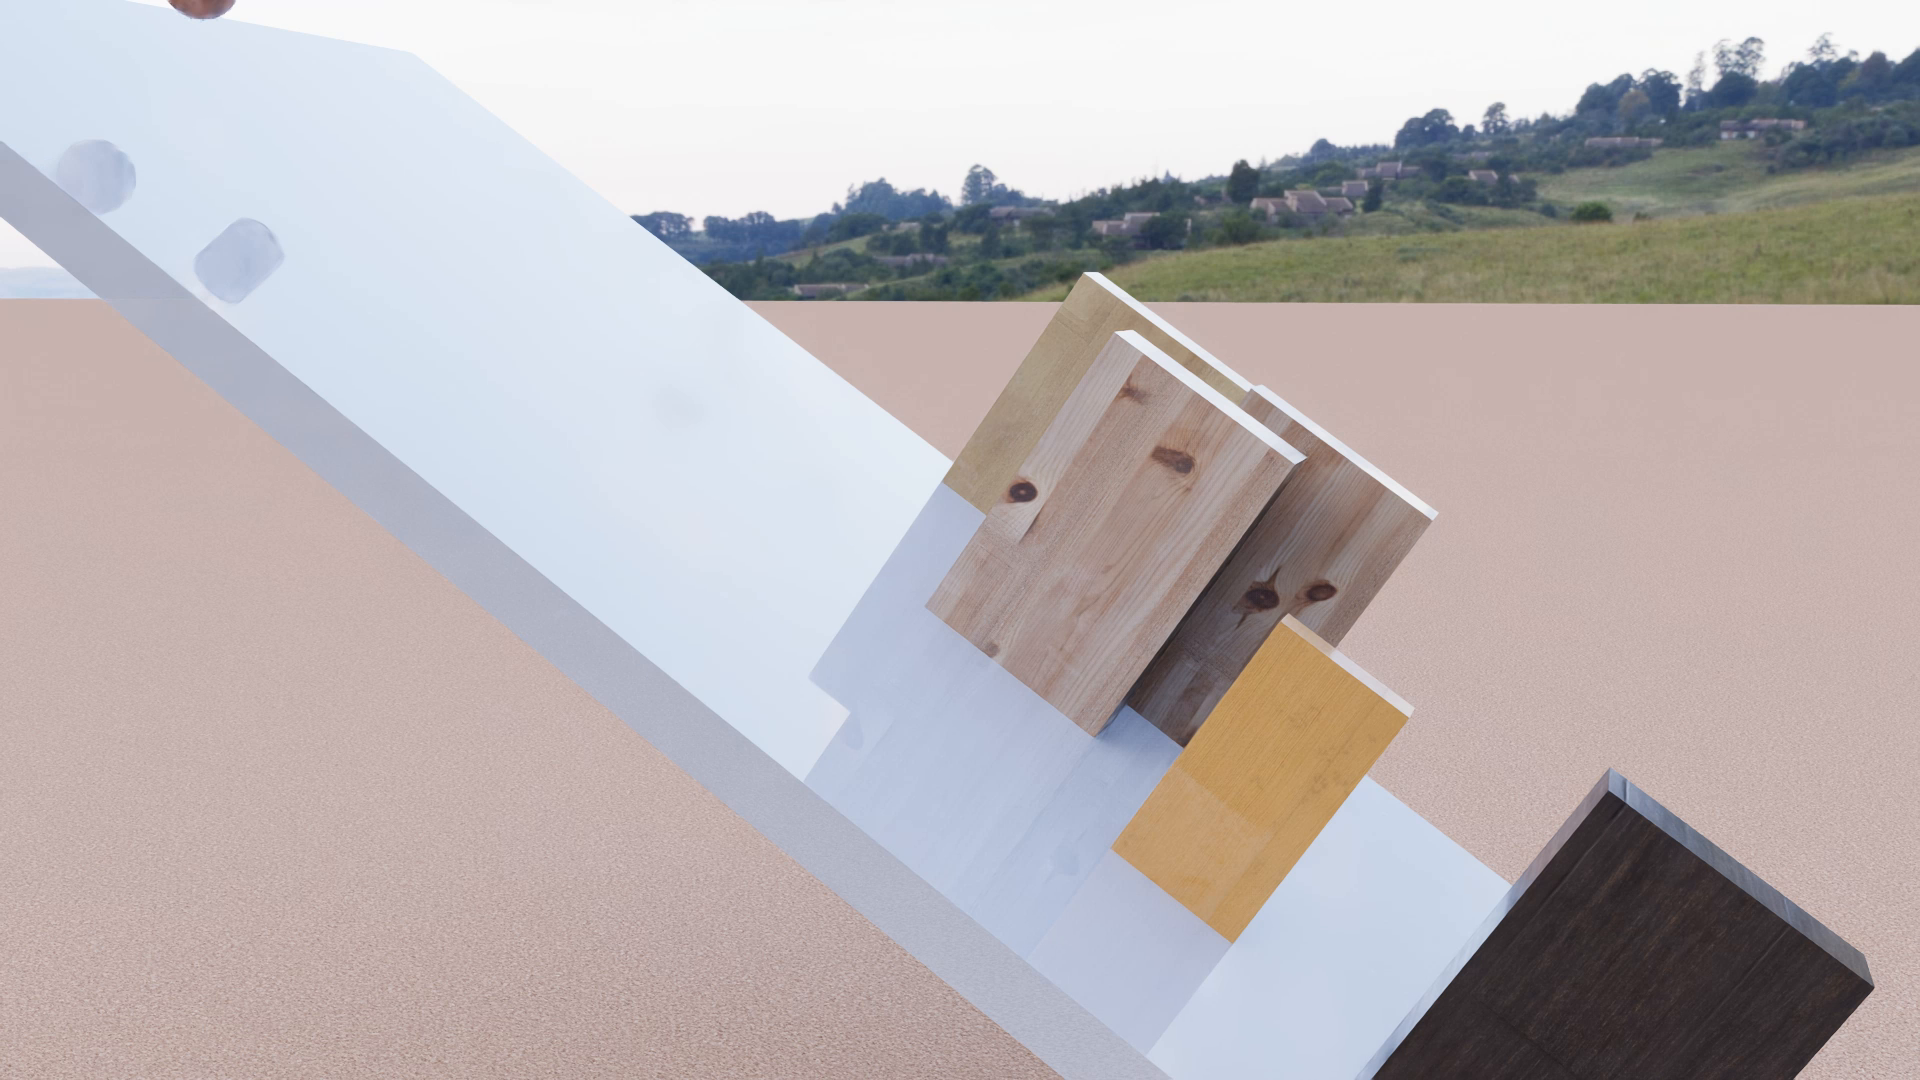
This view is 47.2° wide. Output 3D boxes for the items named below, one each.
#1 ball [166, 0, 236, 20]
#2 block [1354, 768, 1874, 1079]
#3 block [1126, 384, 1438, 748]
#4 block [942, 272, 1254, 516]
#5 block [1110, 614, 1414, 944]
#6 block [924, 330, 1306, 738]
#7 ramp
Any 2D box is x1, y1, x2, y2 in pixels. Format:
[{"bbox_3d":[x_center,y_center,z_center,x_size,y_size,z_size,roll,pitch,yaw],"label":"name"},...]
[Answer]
[{"bbox_3d":[-1.366,-1.005,3.955,0.138,0.138,0.138,0,7,0],"label":"ball"},{"bbox_3d":[0.843,0.699,2.981,0.406,0.657,0.143,37,16,10],"label":"block"},{"bbox_3d":[0.554,0.085,4.250,0.418,0.641,0.131,37,16,10],"label":"block"},{"bbox_3d":[0.304,-0.228,4.823,0.441,0.560,0.135,37,16,10],"label":"block"},{"bbox_3d":[0.483,0.383,3.530,0.248,0.471,0.084,37,16,10],"label":"block"},{"bbox_3d":[0.281,-0.013,4.017,0.396,0.620,0.149,37,16,10],"label":"block"},{"bbox_3d":[-0.091,0.162,4.082,4.000,0.100,2.000,37,16,10],"label":"ramp"}]
